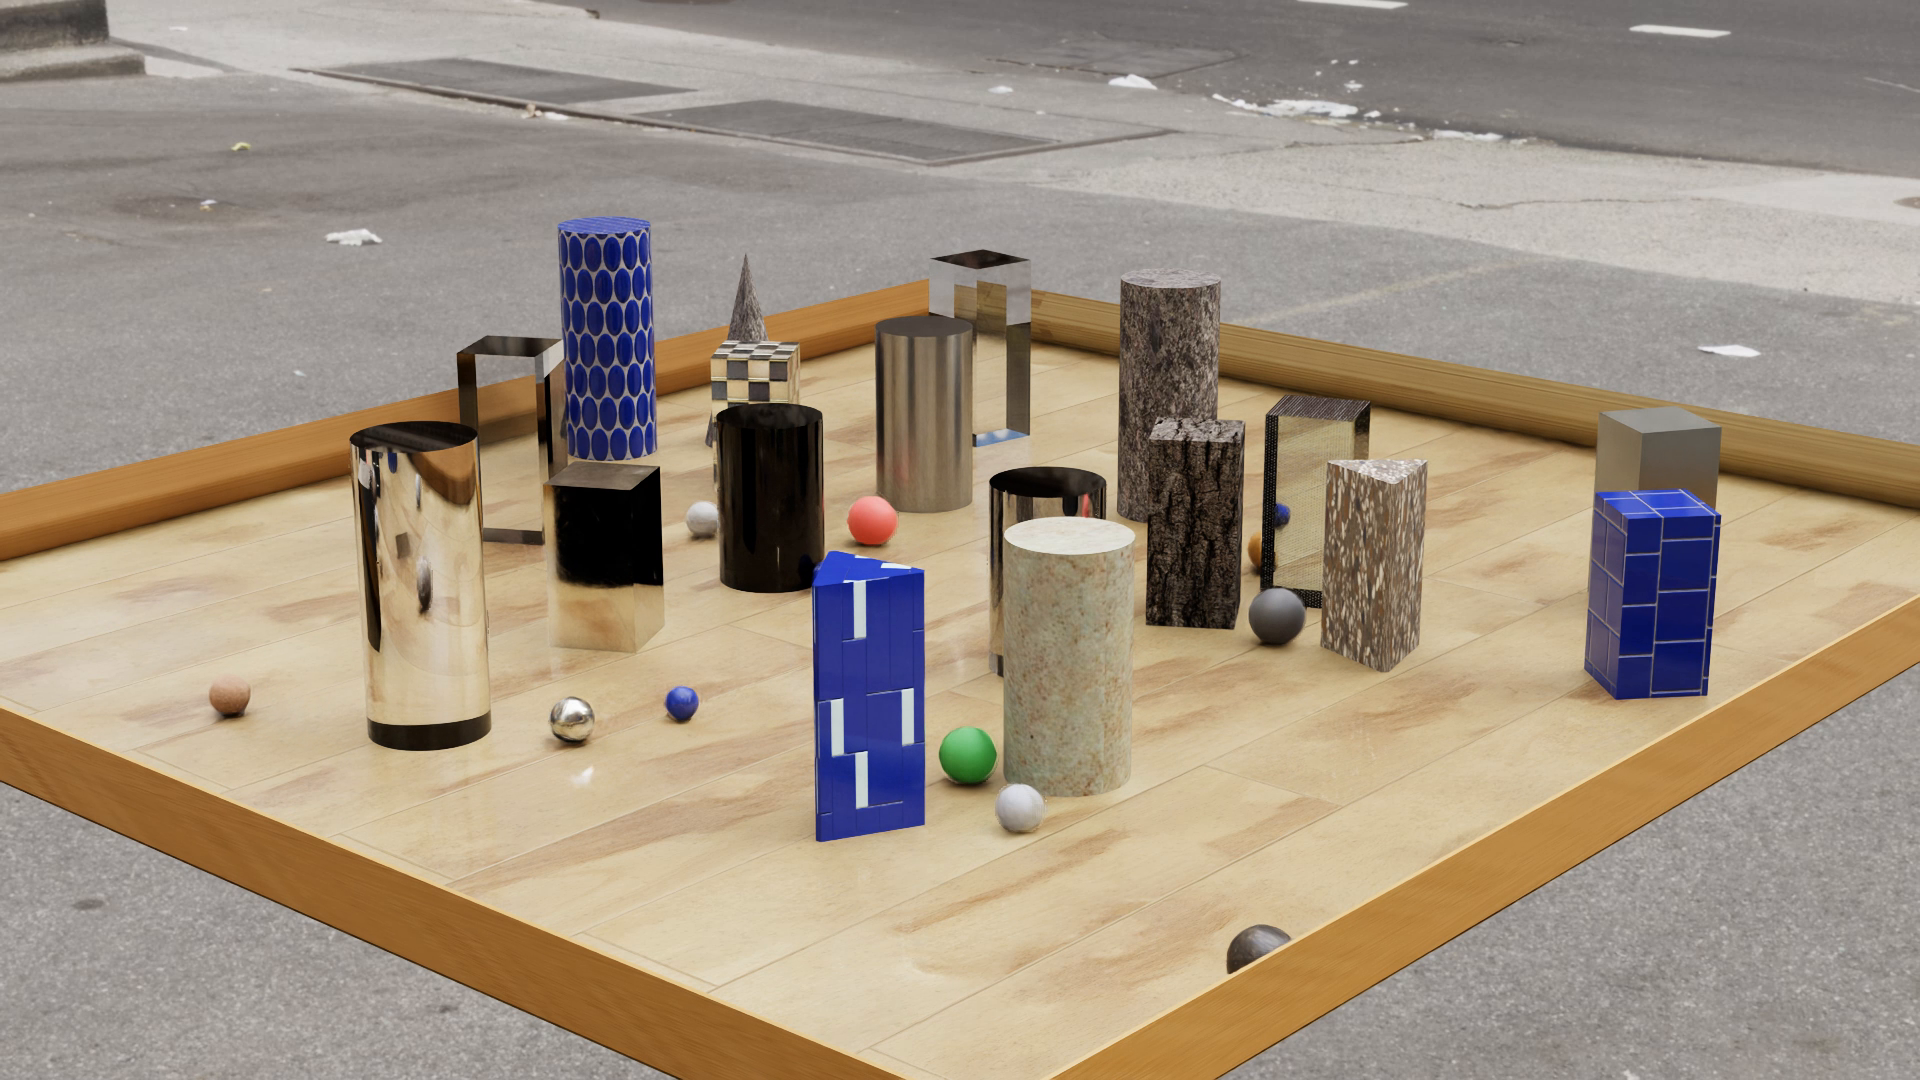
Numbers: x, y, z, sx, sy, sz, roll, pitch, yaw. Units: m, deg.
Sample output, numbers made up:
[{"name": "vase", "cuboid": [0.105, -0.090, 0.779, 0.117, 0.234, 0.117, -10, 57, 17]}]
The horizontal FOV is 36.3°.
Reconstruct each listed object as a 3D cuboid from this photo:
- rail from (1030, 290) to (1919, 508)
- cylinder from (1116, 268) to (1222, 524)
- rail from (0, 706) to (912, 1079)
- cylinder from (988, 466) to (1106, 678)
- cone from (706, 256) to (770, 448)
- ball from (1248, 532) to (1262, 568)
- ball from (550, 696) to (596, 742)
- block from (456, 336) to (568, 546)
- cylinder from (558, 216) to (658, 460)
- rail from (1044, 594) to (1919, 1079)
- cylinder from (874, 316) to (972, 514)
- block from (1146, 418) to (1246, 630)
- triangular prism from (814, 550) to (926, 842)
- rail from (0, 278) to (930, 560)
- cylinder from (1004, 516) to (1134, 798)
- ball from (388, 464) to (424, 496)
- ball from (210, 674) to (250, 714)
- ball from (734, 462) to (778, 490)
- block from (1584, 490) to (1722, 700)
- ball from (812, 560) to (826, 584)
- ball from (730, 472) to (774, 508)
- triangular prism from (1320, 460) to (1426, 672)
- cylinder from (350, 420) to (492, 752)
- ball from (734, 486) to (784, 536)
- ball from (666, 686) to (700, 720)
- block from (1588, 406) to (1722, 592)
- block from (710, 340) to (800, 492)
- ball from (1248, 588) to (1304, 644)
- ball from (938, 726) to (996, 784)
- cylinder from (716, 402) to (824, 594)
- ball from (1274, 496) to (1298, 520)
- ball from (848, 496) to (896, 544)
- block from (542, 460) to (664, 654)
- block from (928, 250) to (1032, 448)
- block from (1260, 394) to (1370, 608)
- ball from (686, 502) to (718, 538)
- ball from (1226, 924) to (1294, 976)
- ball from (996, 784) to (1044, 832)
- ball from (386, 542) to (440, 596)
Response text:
[{"name": "rail", "cuboid": [1.035, -0.314, 6.261, 2.859, 0.122, 0.045, 14, 22, 39]}, {"name": "cylinder", "cuboid": [0.395, -0.273, 5.553, 0.187, 0.454, 0.187, 0, 17, 0]}, {"name": "rail", "cuboid": [-1.035, 0.375, 3.980, 2.859, 0.122, 0.045, 14, 22, 39]}, {"name": "cylinder", "cuboid": [0.140, 0.055, 4.719, 0.187, 0.309, 0.187, 0, 17, 0]}, {"name": "cone", "cuboid": [-0.438, -0.399, 6.062, 0.187, 0.401, 0.187, 0, 17, 0]}, {"name": "ball", "cuboid": [0.550, 0.019, 5.253, 0.070, 0.070, 0.070, 0, 17, 0]}, {"name": "ball", "cuboid": [-0.584, 0.271, 4.419, 0.069, 0.069, 0.069, 0, 17, 0]}, {"name": "block", "cuboid": [-0.826, -0.186, 5.435, 0.150, 0.356, 0.150, 4, 17, 12]}, {"name": "cylinder", "cuboid": [-0.719, -0.412, 5.989, 0.187, 0.468, 0.187, 0, 17, 0]}, {"name": "rail", "cuboid": [1.062, 0.297, 4.239, 0.045, 0.122, 3.203, 14, 22, 39]}, {"name": "cylinder", "cuboid": [-0.069, -0.243, 5.644, 0.187, 0.345, 0.187, 0, 17, 0]}, {"name": "block", "cuboid": [0.399, -0.030, 4.971, 0.150, 0.325, 0.150, 3, 17, 9]}, {"name": "triangular prism", "cuboid": [-0.151, 0.211, 4.094, 0.162, 0.372, 0.141, -7, 18, -23]}, {"name": "rail", "cuboid": [-1.062, -0.236, 6.003, 0.045, 0.122, 3.203, 14, 22, 39]}, {"name": "cylinder", "cuboid": [0.157, 0.168, 4.250, 0.187, 0.365, 0.187, 0, 17, 0]}, {"name": "ball", "cuboid": [-1.079, -0.117, 5.708, 0.066, 0.066, 0.066, 0, 17, 0]}, {"name": "ball", "cuboid": [-1.130, 0.239, 4.537, 0.062, 0.062, 0.062, 0, 17, 0]}, {"name": "ball", "cuboid": [-0.393, -0.108, 5.648, 0.083, 0.083, 0.083, 0, 17, 0]}, {"name": "block", "cuboid": [1.094, 0.085, 4.643, 0.150, 0.296, 0.150, -2, 17, -7]}, {"name": "ball", "cuboid": [-0.233, 0.062, 5.138, 0.053, 0.053, 0.053, 0, 17, 0]}, {"name": "ball", "cuboid": [-0.395, -0.085, 5.566, 0.087, 0.087, 0.087, 0, 17, 0]}, {"name": "triangular prism", "cuboid": [0.701, 0.032, 4.784, 0.141, 0.317, 0.162, -11, 20, -31]}, {"name": "cylinder", "cuboid": [-0.810, 0.068, 4.412, 0.187, 0.462, 0.187, 0, 17, 0]}, {"name": "ball", "cuboid": [-0.373, -0.055, 5.458, 0.093, 0.093, 0.093, 0, 17, 0]}, {"name": "ball", "cuboid": [-0.428, 0.251, 4.517, 0.052, 0.052, 0.052, 0, 17, 0]}, {"name": "block", "cuboid": [1.192, -0.050, 5.041, 0.150, 0.325, 0.150, -5, 18, -16]}, {"name": "block", "cuboid": [-0.399, -0.242, 5.770, 0.150, 0.270, 0.150, 2, 17, 6]}, {"name": "ball", "cuboid": [0.524, 0.126, 4.859, 0.093, 0.093, 0.093, 0, 17, 0]}, {"name": "ball", "cuboid": [0.011, 0.312, 4.260, 0.083, 0.083, 0.083, 0, 17, 0]}, {"name": "cylinder", "cuboid": [-0.334, -0.076, 5.173, 0.187, 0.296, 0.187, 0, 17, 0]}, {"name": "ball", "cuboid": [0.617, -0.061, 5.558, 0.046, 0.046, 0.046, 0, 17, 0]}, {"name": "ball", "cuboid": [-0.162, -0.036, 5.399, 0.090, 0.090, 0.090, 0, 17, 0]}, {"name": "block", "cuboid": [-0.589, 0.027, 4.865, 0.150, 0.279, 0.150, 4, 17, 12]}, {"name": "block", "cuboid": [0.042, -0.401, 6.115, 0.150, 0.374, 0.150, -14, 22, -39]}, {"name": "block", "cuboid": [0.615, -0.066, 5.074, 0.150, 0.335, 0.150, 6, 18, 18]}, {"name": "ball", "cuboid": [-0.478, -0.038, 5.448, 0.065, 0.065, 0.065, 0, 17, 0]}, {"name": "ball", "cuboid": [0.369, 0.515, 3.576, 0.091, 0.091, 0.091, 0, 17, 0]}, {"name": "ball", "cuboid": [0.084, 0.373, 4.087, 0.066, 0.066, 0.066, 0, 17, 0]}, {"name": "ball", "cuboid": [-0.952, 0.052, 5.102, 0.094, 0.094, 0.094, 0, 17, 0]}]
